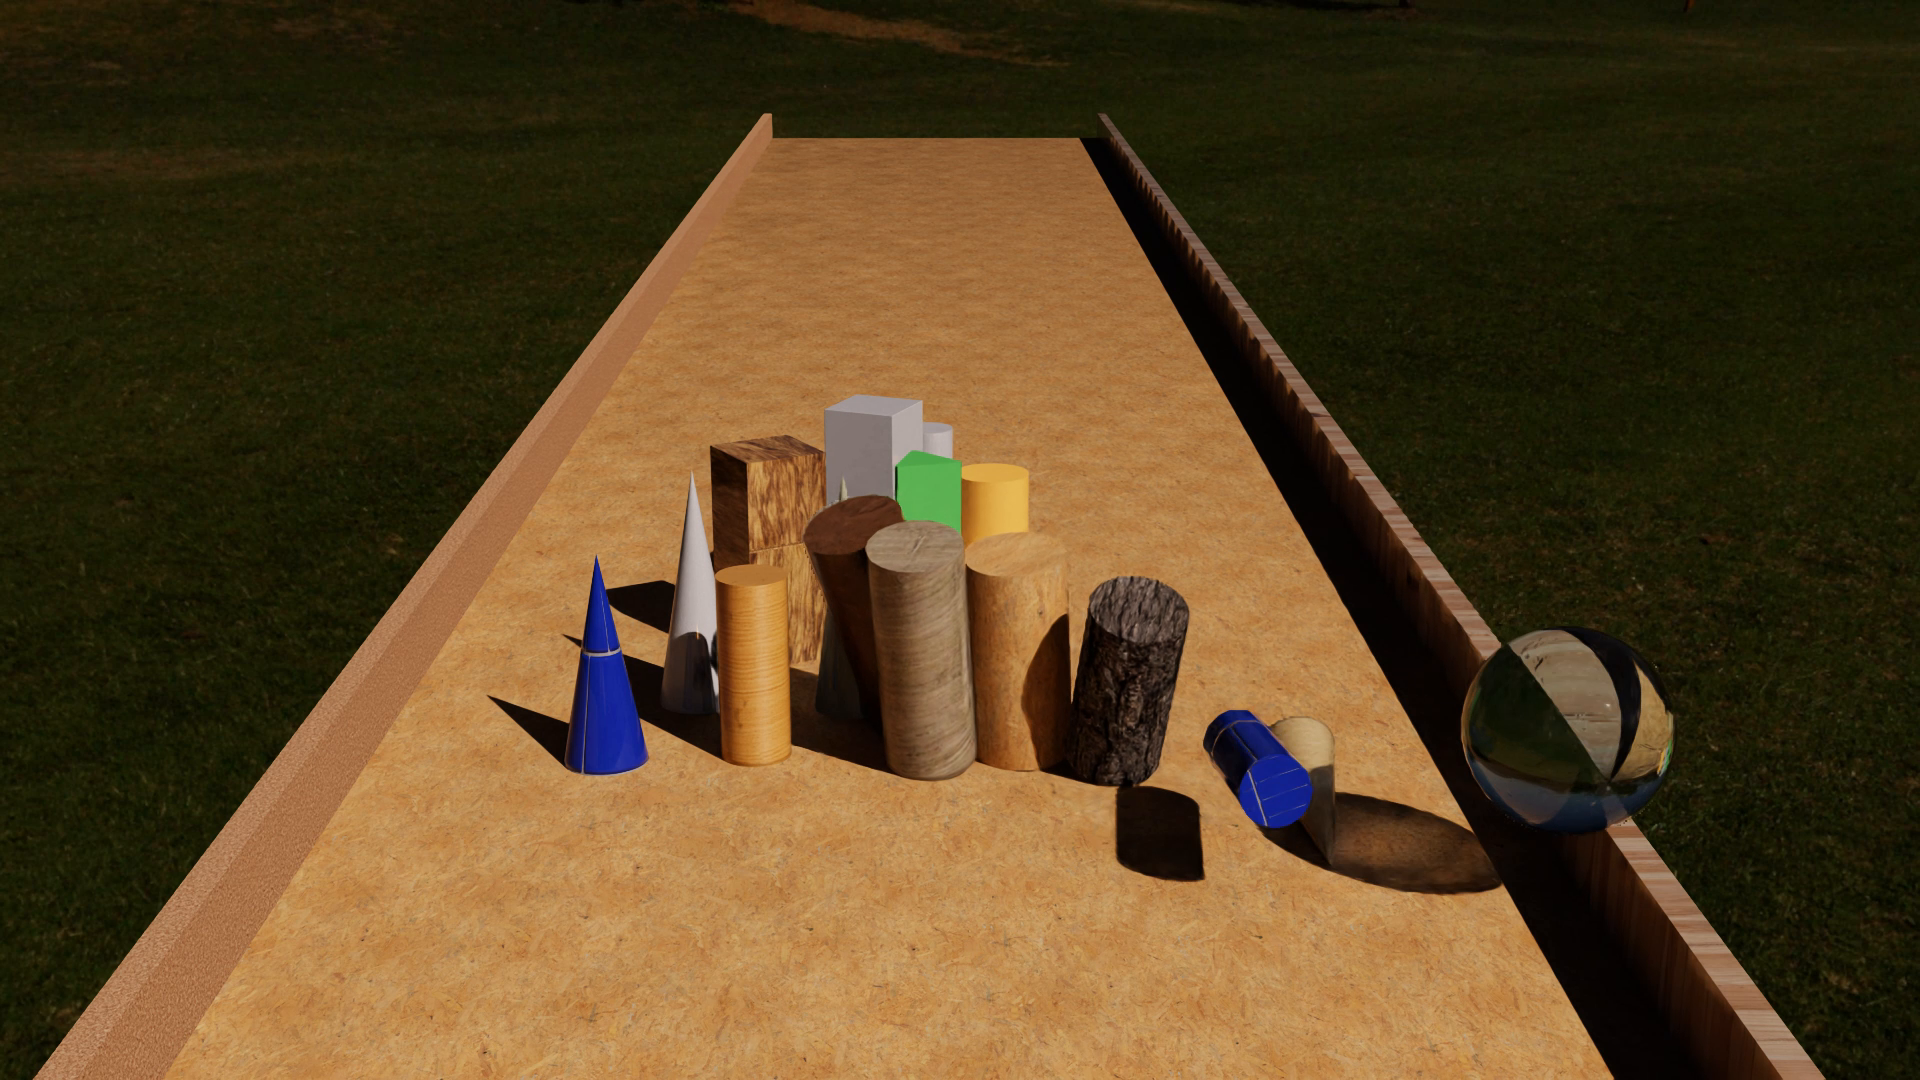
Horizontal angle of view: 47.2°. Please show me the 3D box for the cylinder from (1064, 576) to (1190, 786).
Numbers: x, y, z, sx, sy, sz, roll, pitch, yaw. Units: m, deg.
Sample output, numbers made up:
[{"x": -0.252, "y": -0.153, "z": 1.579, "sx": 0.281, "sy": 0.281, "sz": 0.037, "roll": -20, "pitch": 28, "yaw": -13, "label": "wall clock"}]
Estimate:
[{"x": 0.282, "y": 0.243, "z": 3.753, "sx": 0.168, "sy": 0.335, "sz": 0.168, "roll": 4, "pitch": 39, "yaw": -3, "label": "cylinder"}]

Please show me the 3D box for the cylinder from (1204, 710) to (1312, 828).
[{"x": 0.459, "y": 0.351, "z": 3.417, "sx": 0.109, "sy": 0.109, "sz": 0.324, "roll": -1, "pitch": 8, "yaw": -3, "label": "cylinder"}]

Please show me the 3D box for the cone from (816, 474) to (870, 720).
[{"x": -0.206, "y": 0.093, "z": 4.101, "sx": 0.157, "sy": 0.457, "sz": 0.157, "roll": -2, "pitch": 18, "yaw": 1, "label": "cone"}]

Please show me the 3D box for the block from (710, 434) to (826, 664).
[{"x": -0.380, "y": 0.024, "z": 4.401, "sx": 0.170, "sy": 0.425, "sz": 0.170, "roll": -10, "pitch": 19, "yaw": -29, "label": "block"}]

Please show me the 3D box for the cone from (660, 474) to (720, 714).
[{"x": -0.497, "y": 0.087, "z": 4.135, "sx": 0.154, "sy": 0.455, "sz": 0.154, "roll": 0, "pitch": 17, "yaw": 0, "label": "cone"}]

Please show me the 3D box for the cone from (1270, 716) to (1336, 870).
[{"x": 0.584, "y": 0.441, "z": 3.627, "sx": 0.135, "sy": 0.135, "sz": 0.352, "roll": 0, "pitch": 27, "yaw": -2, "label": "cone"}]

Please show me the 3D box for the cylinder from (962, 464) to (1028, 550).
[{"x": 0.067, "y": 0.005, "z": 4.670, "sx": 0.156, "sy": 0.307, "sz": 0.156, "roll": 0, "pitch": 17, "yaw": 0, "label": "cylinder"}]

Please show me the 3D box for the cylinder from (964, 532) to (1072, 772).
[{"x": 0.104, "y": 0.196, "z": 3.860, "sx": 0.180, "sy": 0.380, "sz": 0.180, "roll": -3, "pitch": 25, "yaw": 1, "label": "cylinder"}]

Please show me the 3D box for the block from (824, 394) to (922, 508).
[{"x": -0.179, "y": -0.064, "z": 4.647, "sx": 0.154, "sy": 0.454, "sz": 0.154, "roll": 7, "pitch": 18, "yaw": 22, "label": "block"}]

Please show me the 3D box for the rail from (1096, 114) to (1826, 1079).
[{"x": 0.932, "y": -0.844, "z": 7.801, "sx": 0.050, "sy": 0.150, "sz": 12.000, "roll": 0, "pitch": 17, "yaw": -1, "label": "rail"}]

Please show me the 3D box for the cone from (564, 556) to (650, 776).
[{"x": -0.629, "y": 0.207, "z": 3.857, "sx": 0.152, "sy": 0.384, "sz": 0.152, "roll": 0, "pitch": 17, "yaw": 0, "label": "cone"}]

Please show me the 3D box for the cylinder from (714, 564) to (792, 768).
[{"x": -0.365, "y": 0.222, "z": 3.892, "sx": 0.127, "sy": 0.335, "sz": 0.127, "roll": 0, "pitch": 17, "yaw": 0, "label": "cylinder"}]

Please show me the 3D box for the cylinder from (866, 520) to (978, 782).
[{"x": -0.063, "y": 0.193, "z": 3.774, "sx": 0.164, "sy": 0.431, "sz": 0.164, "roll": -3, "pitch": 32, "yaw": 2, "label": "cylinder"}]

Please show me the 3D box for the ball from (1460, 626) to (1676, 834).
[{"x": 0.899, "y": 0.280, "z": 3.255, "sx": 0.308, "sy": 0.308, "sz": 0.308, "roll": 0, "pitch": 17, "yaw": 0, "label": "ball"}]

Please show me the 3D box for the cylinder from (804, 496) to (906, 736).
[{"x": -0.131, "y": 0.143, "z": 3.946, "sx": 0.179, "sy": 0.420, "sz": 0.179, "roll": -13, "pitch": 32, "yaw": 8, "label": "cylinder"}]

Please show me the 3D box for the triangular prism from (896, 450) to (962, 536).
[{"x": -0.077, "y": 0.033, "z": 4.396, "sx": 0.133, "sy": 0.410, "sz": 0.115, "roll": -5, "pitch": 17, "yaw": -16, "label": "triangular prism"}]

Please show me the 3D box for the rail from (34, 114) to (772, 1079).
[{"x": -1.118, "y": -0.838, "z": 7.780, "sx": 0.050, "sy": 0.150, "sz": 12.000, "roll": 0, "pitch": 17, "yaw": -1, "label": "rail"}]

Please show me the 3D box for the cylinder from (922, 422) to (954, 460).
[{"x": -0.067, "y": -0.075, "z": 4.857, "sx": 0.104, "sy": 0.355, "sz": 0.104, "roll": 0, "pitch": 17, "yaw": 0, "label": "cylinder"}]
